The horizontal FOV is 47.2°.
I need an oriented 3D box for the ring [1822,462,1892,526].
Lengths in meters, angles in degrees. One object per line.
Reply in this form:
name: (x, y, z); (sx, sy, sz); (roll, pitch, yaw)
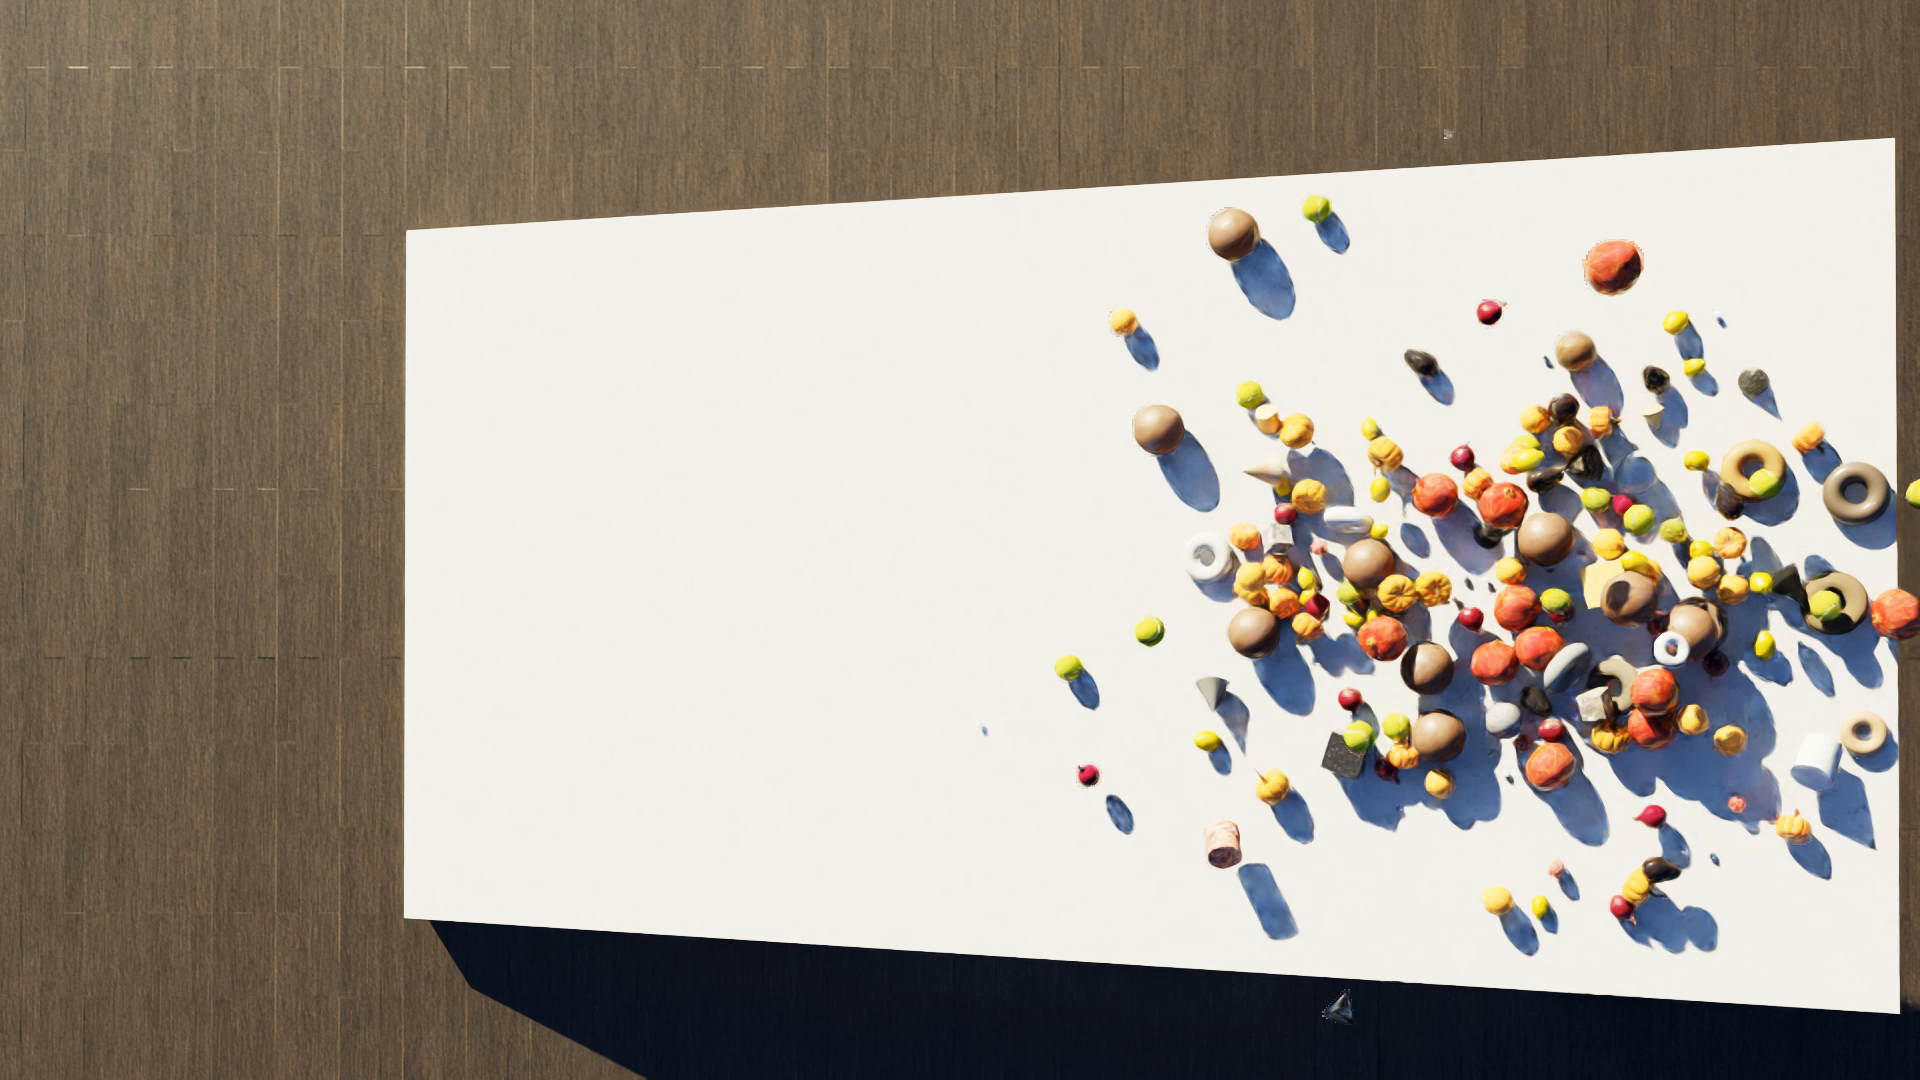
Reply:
ring: (2.052, -0.106, 5.034); (0.148, 0.049, 0.148); (-1, 88, 20)

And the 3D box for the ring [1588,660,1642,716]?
ring: (1.548, 0.349, 5.199); (0.135, 0.045, 0.135); (2, 92, 40)

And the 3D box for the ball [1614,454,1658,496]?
ball: (1.591, -0.153, 5.178); (0.097, 0.097, 0.097); (0, 89, 0)

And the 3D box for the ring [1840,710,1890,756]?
ring: (2.068, 0.442, 5.028); (0.106, 0.035, 0.106); (-1, 88, 20)

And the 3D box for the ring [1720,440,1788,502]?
ring: (1.845, -0.160, 5.111); (0.146, 0.049, 0.146); (-1, 88, 19)

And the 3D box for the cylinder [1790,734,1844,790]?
cylinder: (1.955, 0.506, 5.018); (0.093, 0.093, 0.093); (34, 59, 0)

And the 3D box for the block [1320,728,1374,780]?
block: (0.952, 0.526, 5.405); (0.093, 0.093, 0.093); (18, 96, 19)

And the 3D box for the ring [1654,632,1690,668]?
ring: (1.610, 0.250, 4.974); (0.086, 0.029, 0.086); (3, 76, -11)

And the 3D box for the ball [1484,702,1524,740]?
ball: (1.295, 0.430, 5.236); (0.088, 0.088, 0.088); (0, 89, 0)

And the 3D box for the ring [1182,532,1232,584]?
ring: (0.625, 0.045, 5.558); (0.131, 0.044, 0.131); (-1, 88, 21)

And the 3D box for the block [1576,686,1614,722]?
block: (1.493, 0.385, 5.165); (0.058, 0.058, 0.058); (-10, 103, 40)

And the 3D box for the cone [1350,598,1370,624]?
cone: (0.991, 0.181, 5.404); (0.055, 0.055, 0.055); (-16, 74, 0)

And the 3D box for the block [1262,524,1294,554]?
block: (0.787, -0.003, 5.460); (0.054, 0.054, 0.054); (3, 62, -19)

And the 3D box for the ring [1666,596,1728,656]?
ring: (1.727, 0.200, 5.150); (0.141, 0.047, 0.141); (0, 89, 22)

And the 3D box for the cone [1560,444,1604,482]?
cone: (1.472, -0.177, 5.252); (0.090, 0.090, 0.090); (10, 75, -42)

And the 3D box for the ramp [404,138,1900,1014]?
ramp: (0.281, 0.089, 5.760); (4.000, 0.100, 2.000); (0, 89, 20)

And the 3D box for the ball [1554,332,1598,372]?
ball: (1.464, -0.447, 5.228); (0.097, 0.097, 0.097); (0, 89, 0)

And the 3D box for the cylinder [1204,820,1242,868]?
cylinder: (0.652, 0.754, 5.453); (0.085, 0.085, 0.085); (0, 133, 0)

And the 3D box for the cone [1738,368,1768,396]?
cone: (1.840, -0.375, 5.099); (0.067, 0.067, 0.067); (-4, 77, 19)

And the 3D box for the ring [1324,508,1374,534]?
ring: (0.954, -0.048, 5.397); (0.124, 0.124, 0.041); (14, 79, 0)

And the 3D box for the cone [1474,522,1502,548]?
cone: (1.270, -0.013, 5.310); (0.066, 0.066, 0.066); (0, 89, 20)

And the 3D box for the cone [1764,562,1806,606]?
cone: (1.914, 0.116, 5.048); (0.093, 0.093, 0.093); (-28, 58, 0)

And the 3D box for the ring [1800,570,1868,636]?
ring: (2.006, 0.145, 5.048); (0.148, 0.049, 0.148); (-1, 88, 20)

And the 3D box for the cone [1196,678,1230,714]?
cone: (0.635, 0.398, 5.513); (0.083, 0.083, 0.083); (1, 65, 0)

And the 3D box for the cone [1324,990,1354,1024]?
cone: (0.947, 1.146, 5.433); (0.072, 0.072, 0.072); (20, 70, 0)

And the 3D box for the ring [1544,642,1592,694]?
ring: (1.438, 0.303, 5.205); (0.139, 0.139, 0.046); (-46, 56, -1)

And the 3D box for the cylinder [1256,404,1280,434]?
cylinder: (0.763, -0.298, 5.444); (0.052, 0.052, 0.052); (-25, 130, 0)

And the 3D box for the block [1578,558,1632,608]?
block: (1.525, 0.103, 5.196); (0.097, 0.097, 0.097); (-13, 84, 19)
